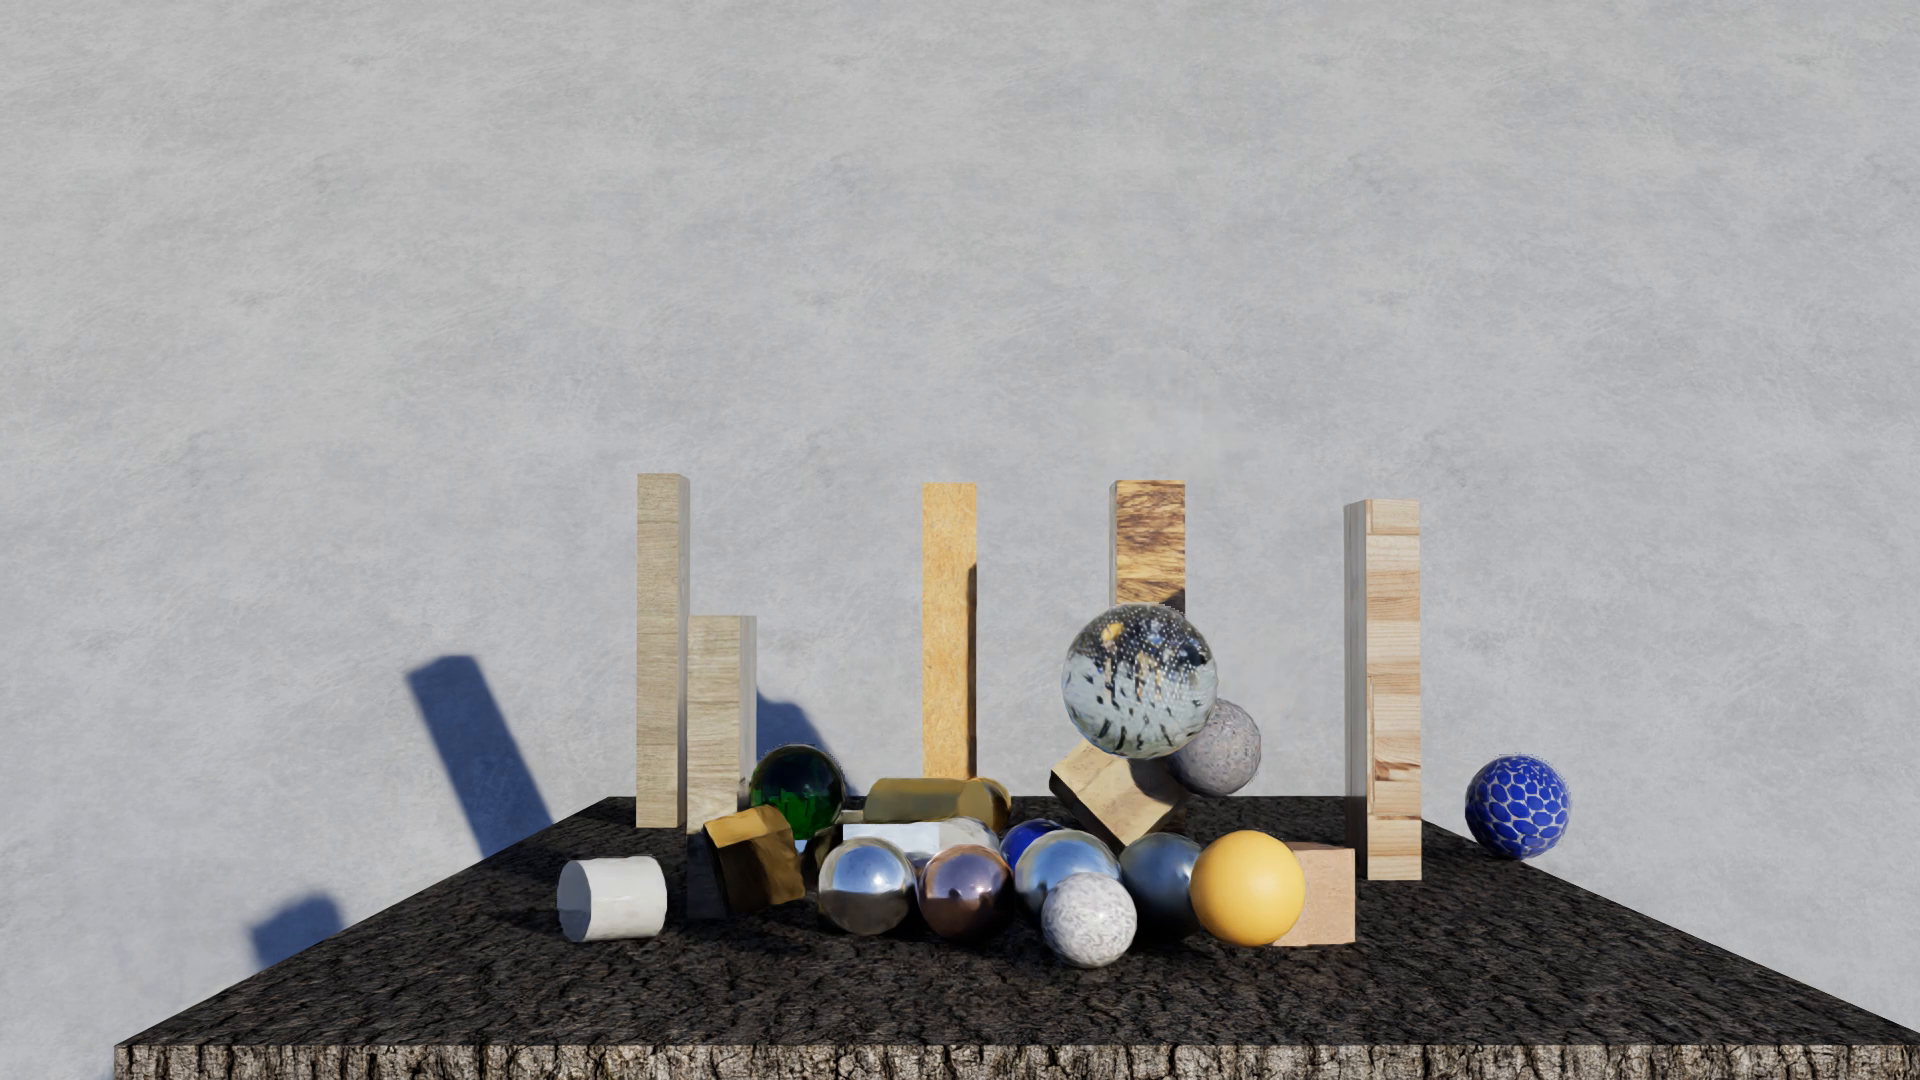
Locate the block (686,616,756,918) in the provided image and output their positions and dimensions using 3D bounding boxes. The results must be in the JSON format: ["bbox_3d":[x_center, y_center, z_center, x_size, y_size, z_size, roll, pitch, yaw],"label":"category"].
[{"bbox_3d":[-0.384,0.358,4.210,0.081,0.471,0.339,0,-2,0],"label":"block"}]

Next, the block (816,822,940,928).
[{"bbox_3d":[-0.122,0.501,3.869,0.147,0.147,0.147,1,-9,-19],"label":"block"}]

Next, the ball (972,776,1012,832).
[{"bbox_3d":[0.049,0.573,5.589,0.126,0.126,0.126,0,35,0],"label":"ball"}]

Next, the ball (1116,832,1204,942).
[{"bbox_3d":[0.294,0.500,3.739,0.158,0.158,0.158,0,35,0],"label":"ball"}]

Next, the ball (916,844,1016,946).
[{"bbox_3d":[0.011,0.506,3.708,0.145,0.145,0.145,0,35,0],"label":"ball"}]

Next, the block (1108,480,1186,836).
[{"bbox_3d":[0.392,0.257,5.472,0.139,0.751,0.325,0,-2,0],"label":"block"}]

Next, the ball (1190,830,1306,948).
[{"bbox_3d":[0.383,0.464,3.455,0.155,0.155,0.155,0,35,0],"label":"ball"}]

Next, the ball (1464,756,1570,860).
[{"bbox_3d":[1.078,0.518,5.027,0.202,0.202,0.202,0,35,0],"label":"ball"}]

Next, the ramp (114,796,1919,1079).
[{"bbox_3d":[0.077,0.663,4.829,2.000,0.100,4.000,0,-2,0],"label":"ramp"}]

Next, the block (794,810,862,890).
[{"bbox_3d":[-0.258,0.539,4.539,0.129,0.129,0.129,-1,-2,28],"label":"block"}]

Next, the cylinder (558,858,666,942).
[{"bbox_3d":[-0.504,0.520,3.760,0.118,0.118,0.118,4,29,-32],"label":"cylinder"}]

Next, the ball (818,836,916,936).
[{"bbox_3d":[-0.123,0.456,3.432,0.132,0.132,0.132,0,35,0],"label":"ball"}]

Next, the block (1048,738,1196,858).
[{"bbox_3d":[0.263,0.383,4.117,0.171,0.171,0.171,-42,78,-10],"label":"block"}]

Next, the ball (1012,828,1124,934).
[{"bbox_3d":[0.152,0.485,3.659,0.156,0.156,0.156,0,35,0],"label":"ball"}]

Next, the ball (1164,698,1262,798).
[{"bbox_3d":[0.385,0.317,3.968,0.151,0.151,0.151,0,35,0],"label":"ball"}]

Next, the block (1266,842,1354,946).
[{"bbox_3d":[0.480,0.513,3.773,0.134,0.134,0.134,1,-2,-22],"label":"block"}]

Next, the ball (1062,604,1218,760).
[{"bbox_3d":[0.200,0.158,2.891,0.175,0.175,0.175,0,35,0],"label":"ball"}]

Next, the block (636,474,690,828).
[{"bbox_3d":[-0.679,0.251,5.954,0.092,0.793,0.258,0,-2,0],"label":"block"}]

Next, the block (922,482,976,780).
[{"bbox_3d":[-0.023,0.263,6.053,0.122,0.774,0.367,0,-2,0],"label":"block"}]

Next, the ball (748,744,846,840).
[{"bbox_3d":[-0.252,0.390,4.017,0.149,0.149,0.149,0,35,0],"label":"ball"}]

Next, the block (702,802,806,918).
[{"bbox_3d":[-0.307,0.476,3.876,0.113,0.113,0.113,-15,17,-13],"label":"block"}]

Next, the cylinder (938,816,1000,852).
[{"bbox_3d":[-0.014,0.526,4.256,0.138,0.138,0.138,11,1,16],"label":"cylinder"}]

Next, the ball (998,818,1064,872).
[{"bbox_3d":[0.129,0.523,4.205,0.142,0.142,0.142,0,35,0],"label":"ball"}]

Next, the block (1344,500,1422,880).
[{"bbox_3d":[0.775,0.271,4.778,0.095,0.680,0.270,0,-2,0],"label":"block"}]

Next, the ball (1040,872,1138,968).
[{"bbox_3d":[0.172,0.506,3.461,0.129,0.129,0.129,0,35,0],"label":"ball"}]
